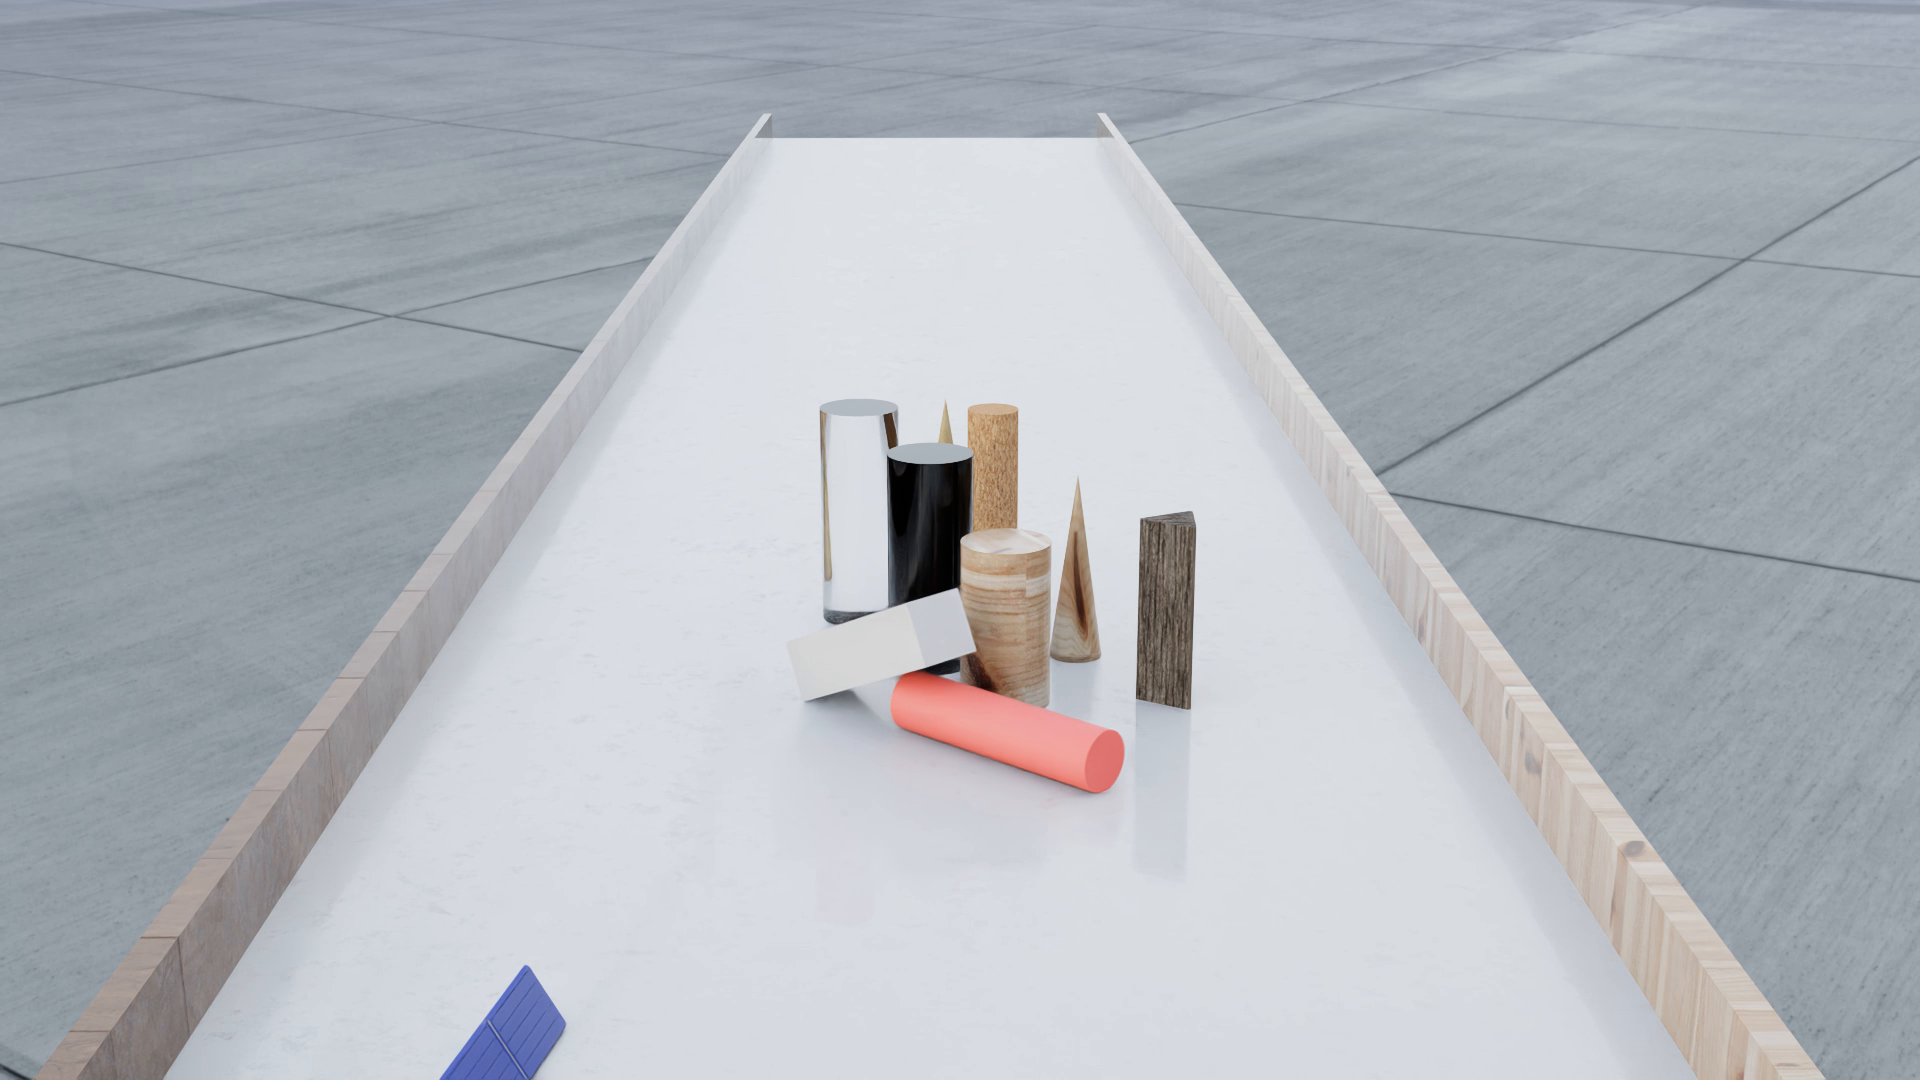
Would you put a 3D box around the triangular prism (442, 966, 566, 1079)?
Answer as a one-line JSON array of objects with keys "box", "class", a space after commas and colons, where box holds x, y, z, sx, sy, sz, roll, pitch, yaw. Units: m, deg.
[{"box": [-0.612, 0.663, 2.834, 0.102, 0.089, 0.325, 2, 17, 9], "class": "triangular prism"}]

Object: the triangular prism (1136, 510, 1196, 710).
[{"box": [0.411, 0.128, 4.169, 0.115, 0.357, 0.099, 10, 19, 31], "class": "triangular prism"}]

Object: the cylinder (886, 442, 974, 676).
[{"box": [-0.058, 0.037, 4.348, 0.170, 0.430, 0.170, 0, 17, 0], "class": "cylinder"}]

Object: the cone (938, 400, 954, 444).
[{"box": [-0.032, -0.112, 4.869, 0.138, 0.418, 0.138, 0, 17, 0], "class": "cone"}]

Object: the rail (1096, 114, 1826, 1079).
[{"box": [0.932, -0.844, 7.801, 0.050, 0.150, 12.000, 0, 17, -1], "class": "rail"}]

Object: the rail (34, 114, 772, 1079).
[{"box": [-1.118, -0.838, 7.780, 0.050, 0.150, 12.000, 0, 17, -1], "class": "rail"}]

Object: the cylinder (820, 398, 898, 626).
[{"box": [-0.209, -0.057, 4.621, 0.165, 0.454, 0.165, 0, 17, 0], "class": "cylinder"}]

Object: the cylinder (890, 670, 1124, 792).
[{"box": [0.079, 0.335, 3.904, 0.453, 0.111, 0.111, 14, 22, 40], "class": "cylinder"}]

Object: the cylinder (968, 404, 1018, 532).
[{"box": [0.069, -0.057, 4.629, 0.106, 0.449, 0.106, 0, 17, 0], "class": "cylinder"}]

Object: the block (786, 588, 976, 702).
[{"box": [-0.152, 0.197, 4.068, 0.119, 0.119, 0.410, -16, -2, -38], "class": "block"}]

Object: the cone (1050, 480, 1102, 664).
[{"box": [0.233, 0.050, 4.395, 0.106, 0.379, 0.106, 0, 17, 0], "class": "cone"}]

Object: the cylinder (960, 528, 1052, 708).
[{"box": [0.086, 0.154, 4.152, 0.171, 0.317, 0.171, 0, 17, 0], "class": "cylinder"}]
